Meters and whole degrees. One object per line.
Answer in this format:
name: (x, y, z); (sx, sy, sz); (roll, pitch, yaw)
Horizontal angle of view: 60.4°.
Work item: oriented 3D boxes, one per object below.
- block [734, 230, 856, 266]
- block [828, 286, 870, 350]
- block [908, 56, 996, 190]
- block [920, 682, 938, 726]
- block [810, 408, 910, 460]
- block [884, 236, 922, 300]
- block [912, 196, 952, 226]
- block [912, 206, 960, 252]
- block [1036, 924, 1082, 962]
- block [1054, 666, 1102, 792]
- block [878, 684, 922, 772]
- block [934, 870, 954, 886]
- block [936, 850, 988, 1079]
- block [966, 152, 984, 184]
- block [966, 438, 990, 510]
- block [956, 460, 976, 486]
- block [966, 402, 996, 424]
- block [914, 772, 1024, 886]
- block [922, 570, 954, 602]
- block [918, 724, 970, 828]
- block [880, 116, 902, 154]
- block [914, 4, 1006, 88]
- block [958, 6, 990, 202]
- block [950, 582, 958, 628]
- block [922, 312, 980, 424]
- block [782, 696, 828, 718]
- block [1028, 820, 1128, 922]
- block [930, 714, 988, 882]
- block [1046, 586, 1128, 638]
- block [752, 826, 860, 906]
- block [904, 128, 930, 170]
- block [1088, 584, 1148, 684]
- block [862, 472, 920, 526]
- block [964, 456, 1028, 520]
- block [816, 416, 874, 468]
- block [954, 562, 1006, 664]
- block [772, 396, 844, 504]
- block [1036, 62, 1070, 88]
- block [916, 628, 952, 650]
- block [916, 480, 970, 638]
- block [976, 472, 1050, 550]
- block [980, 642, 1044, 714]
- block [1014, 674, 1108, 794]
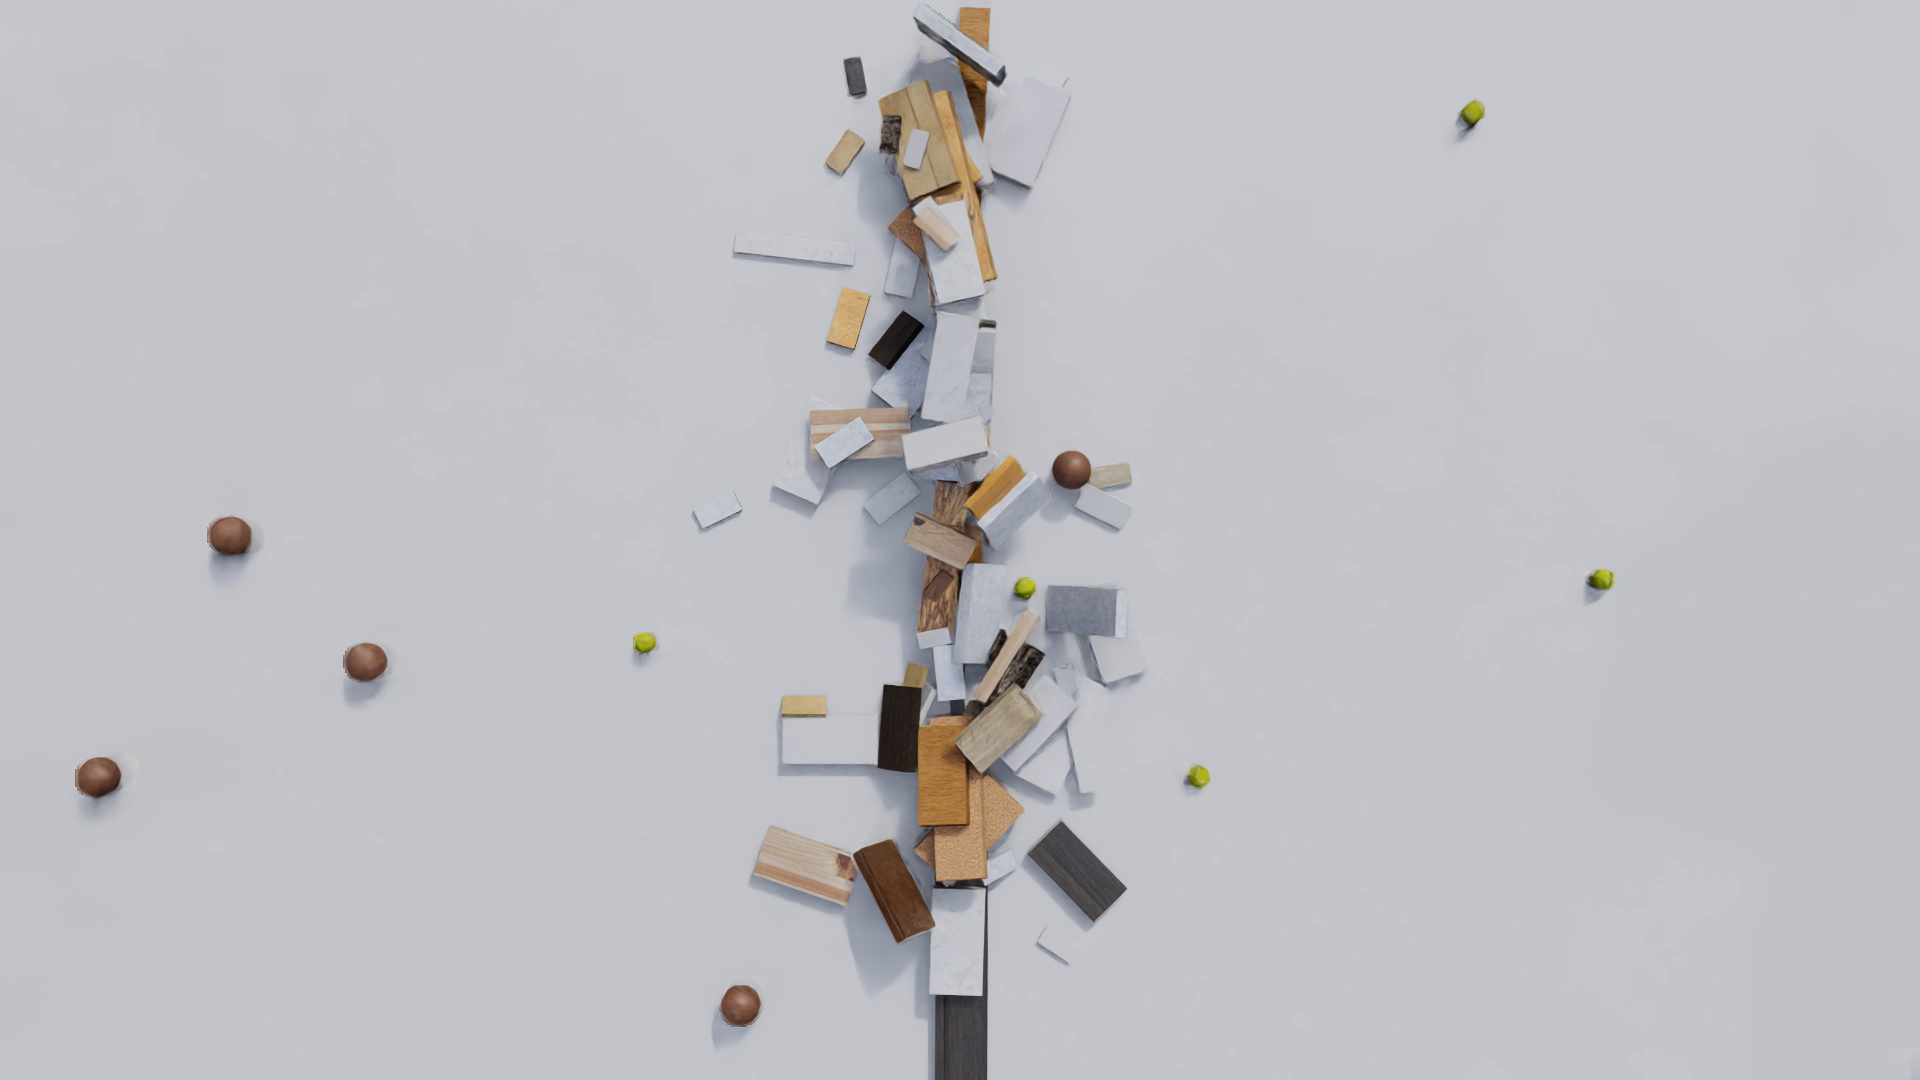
block: (-0.549, -0.971, 5.490); (0.398, 0.020, 0.070); (7, 90, 0)
block: (-0.370, -0.738, 5.487); (0.094, 0.027, 0.188); (17, 90, 0)
block: (-0.027, -1.361, 5.444); (0.163, 0.046, 0.441); (-17, 88, 7)
block: (-0.130, 0.551, 5.462); (0.021, 0.075, 0.149); (25, 90, -27)
block: (-0.327, -0.349, 5.431); (0.324, 0.046, 0.162); (-2, 90, 0)
block: (-0.181, -0.924, 5.487); (0.094, 0.027, 0.227); (13, 90, 0)
block: (-0.082, -1.003, 5.176); (0.069, 0.020, 0.139); (-37, 95, -2)
block: (-0.074, -0.974, 5.158); (0.139, 0.020, 0.069); (42, 89, -6)
block: (0.330, 1.345, 5.491); (0.132, 0.019, 0.066); (33, 90, 0)
block: (0.391, 0.625, 5.445); (0.073, 0.021, 0.414); (-12, 90, 0)
block: (-0.199, 0.619, 5.431); (0.139, 0.039, 0.277); (1, 85, 42)
block: (-0.012, 1.068, 5.392); (0.132, 0.019, 0.066); (-37, 90, 0)
block: (0.005, 1.410, 5.475); (0.173, 0.049, 1.118); (0, 90, 0)
block: (-0.019, -1.239, 5.394); (0.100, 0.028, 0.200); (-34, 85, 19)
block: (0.008, -0.265, 5.280); (0.170, 0.048, 0.340); (-1, 107, 0)
block: (0.015, -0.223, 5.178); (0.049, 0.014, 0.098); (-22, 118, -13)
block: (0.060, -0.382, 5.160); (0.049, 0.014, 0.098); (41, 103, -12)
block: (0.030, 0.952, 5.426); (0.173, 0.049, 0.347); (44, 90, 0)
block: (-0.070, 0.148, 5.347); (0.052, 0.015, 0.103); (36, 105, -11)
block: (-0.053, 0.767, 5.369); (0.160, 0.045, 0.320); (-5, 74, 15)
block: (-0.223, -1.309, 5.327); (0.059, 0.017, 0.119); (9, 99, 17)
block: (0.003, -1.596, 5.335); (0.327, 0.163, 0.046); (37, 95, 3)
block: (0.030, -1.332, 5.486); (0.100, 0.028, 0.871); (3, 90, 0)
block: (-0.045, 0.186, 5.411); (0.075, 0.021, 0.216); (2, 108, 0)
block: (-0.031, -0.531, 5.102); (0.126, 0.036, 0.333); (9, 107, -3)
block: (-0.516, 0.552, 5.468); (0.146, 0.021, 0.073); (0, 49, 0)
block: (0.388, 1.096, 5.478); (0.157, 0.044, 0.314); (-44, 90, 0)
block: (-0.005, 0.841, 5.384); (0.160, 0.045, 0.528); (-7, 73, 14)
block: (0.408, 0.230, 5.349); (0.043, 0.344, 0.150); (2, 90, -36)
block: (-0.504, 1.081, 5.477); (0.329, 0.047, 0.164); (19, 90, 0)
block: (-0.139, -1.257, 5.305); (0.059, 0.017, 0.119); (20, 102, 15)
block: (0.501, 0.310, 5.471); (0.150, 0.043, 0.301); (-19, 88, 2)
block: (-0.227, -0.138, 5.488); (0.176, 0.025, 0.088); (-39, 90, 0)
block: (0.116, -0.159, 5.257); (0.215, 0.108, 0.030); (-47, 52, -6)
block: (-0.377, -0.318, 5.396); (0.176, 0.025, 0.088); (-33, 90, 0)
block: (0.064, 0.242, 5.422); (0.047, 0.164, 0.329); (6, 90, 40)
block: (-0.482, -0.298, 5.477); (0.162, 0.046, 0.324); (23, 90, 0)
block: (0.281, -1.497, 5.488); (0.085, 0.024, 0.169); (33, 90, 0)
block: (-0.085, 0.322, 5.404); (0.103, 0.015, 0.052); (-11, 108, 4)
block: (-0.056, 0.070, 5.346); (0.108, 0.030, 0.544); (7, 108, -2)
block: (0.171, -0.094, 5.313); (0.253, 0.126, 0.036); (-44, 53, -11)
block: (0.173, 0.474, 5.428); (0.039, 0.139, 0.277); (32, 90, 22)
block: (0.336, 0.634, 5.478); (0.157, 0.044, 0.393); (26, 90, 0)
